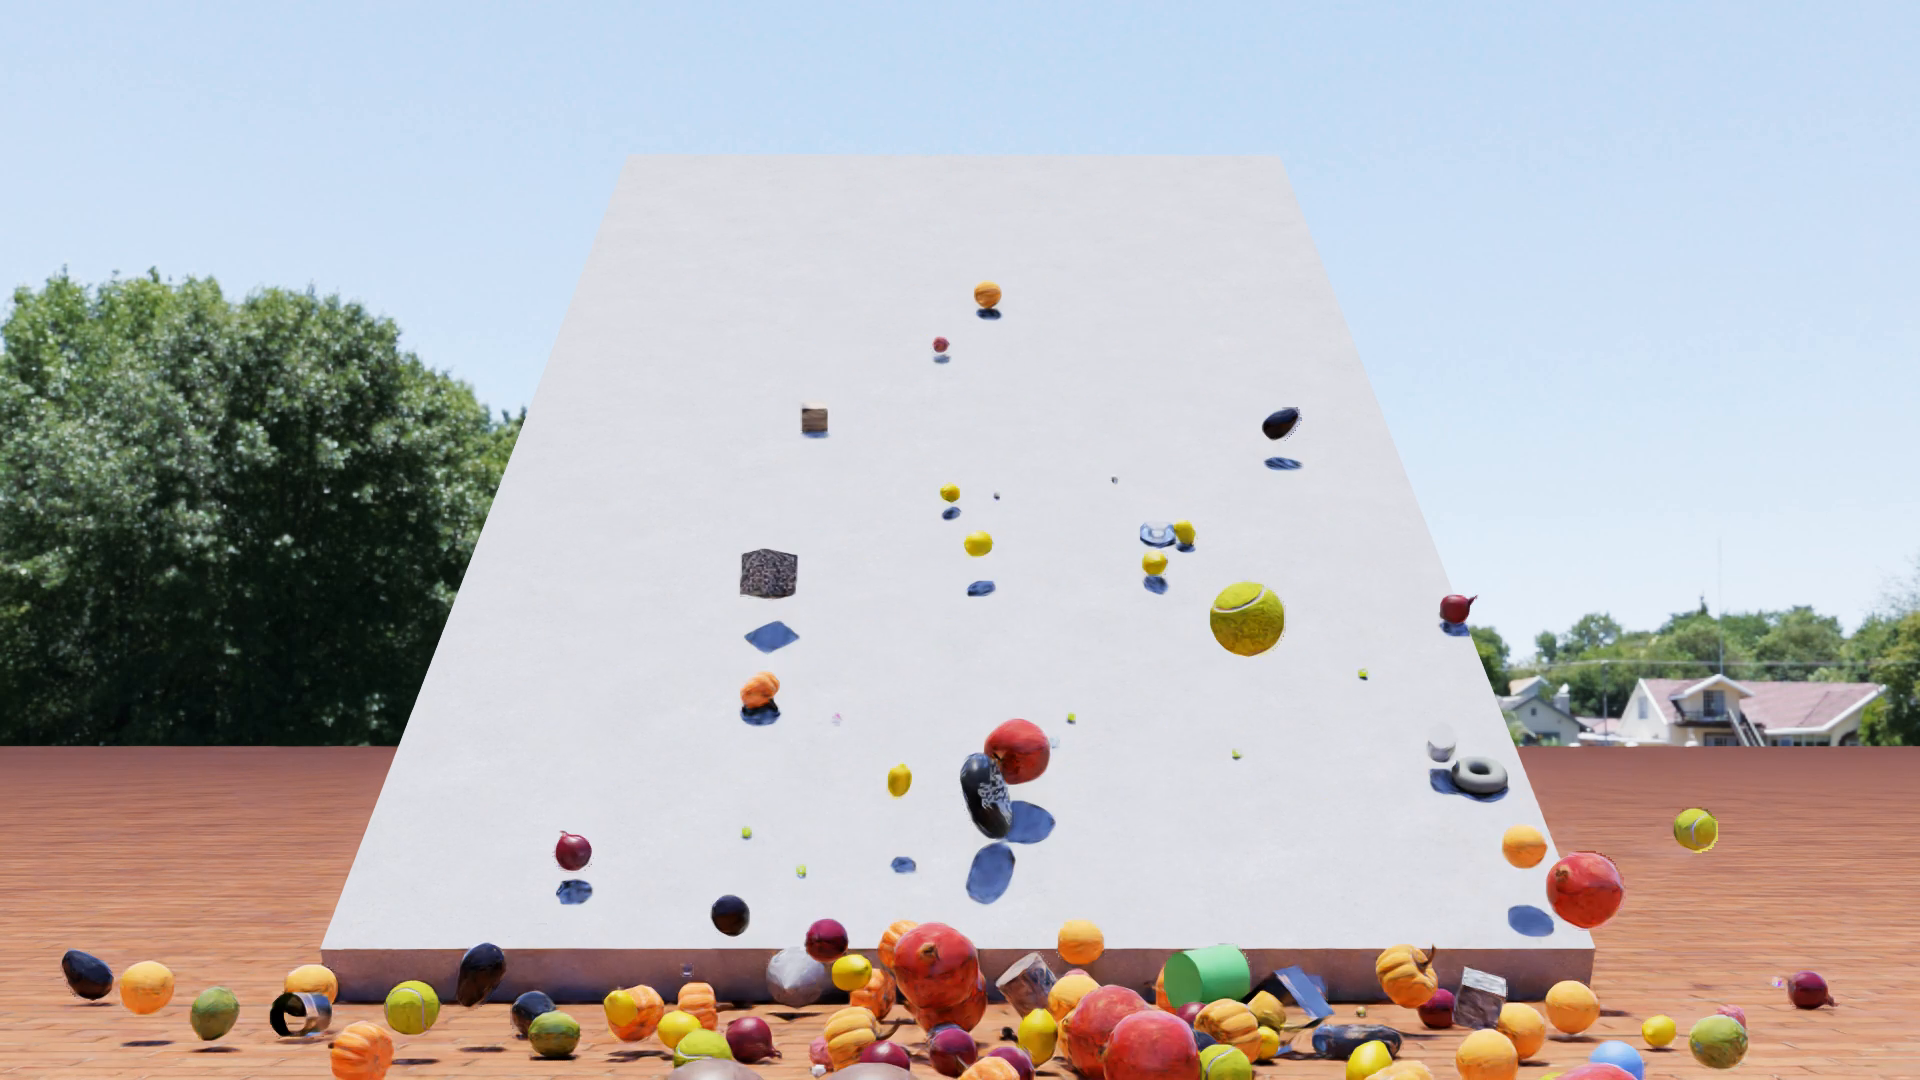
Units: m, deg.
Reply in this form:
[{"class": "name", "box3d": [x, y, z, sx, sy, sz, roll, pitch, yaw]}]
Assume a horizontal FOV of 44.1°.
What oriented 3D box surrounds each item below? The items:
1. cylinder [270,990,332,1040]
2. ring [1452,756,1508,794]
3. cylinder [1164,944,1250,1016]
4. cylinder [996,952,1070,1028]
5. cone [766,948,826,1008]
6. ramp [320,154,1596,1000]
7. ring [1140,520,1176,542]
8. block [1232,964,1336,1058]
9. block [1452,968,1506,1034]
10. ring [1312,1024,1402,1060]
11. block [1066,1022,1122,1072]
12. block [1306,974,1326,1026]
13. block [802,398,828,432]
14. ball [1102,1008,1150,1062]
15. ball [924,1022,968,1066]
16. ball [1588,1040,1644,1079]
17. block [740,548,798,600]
[{"class": "cylinder", "box3d": [-0.904, 0.651, 3.255, 0.060, 0.060, 0.060, -2, -4, 21]}, {"class": "ring", "box3d": [0.907, 0.410, 4.142, 0.097, 0.032, 0.097, 1, 26, -1]}, {"class": "cylinder", "box3d": [0.343, 0.610, 3.291, 0.086, 0.086, 0.086, -2, -3, -33]}, {"class": "cylinder", "box3d": [0.100, 0.624, 3.292, 0.073, 0.073, 0.073, -37, 3, 3]}, {"class": "cone", "box3d": [-0.252, 0.662, 3.539, 0.092, 0.092, 0.092, 0, 1, 5]}, {"class": "ramp", "box3d": [-0.011, -0.226, 5.524, 2.000, 0.100, 4.000, 0, 27, 0]}, {"class": "ring", "box3d": [0.415, -0.018, 4.982, 0.078, 0.026, 0.078, 0, 26, 0]}, {"class": "block", "box3d": [0.424, 0.618, 3.112, 0.079, 0.079, 0.079, -46, -24, 20]}, {"class": "block", "box3d": [0.655, 0.581, 2.991, 0.054, 0.054, 0.054, 14, 17, 11]}, {"class": "ring", "box3d": [0.517, 0.655, 3.096, 0.116, 0.039, 0.116, 0, -6, 0]}, {"class": "block", "box3d": [0.166, 0.627, 2.933, 0.054, 0.054, 0.054, 0, -17, -11]}, {"class": "block", "box3d": [0.497, 0.666, 3.430, 0.055, 0.055, 0.055, 0, 17, -1]}, {"class": "block", "box3d": [-0.336, -0.288, 5.471, 0.057, 0.057, 0.057, -2, 27, -4]}, {"class": "ball", "box3d": [0.212, 0.637, 3.054, 0.066, 0.066, 0.066, 0, -5, 0]}, {"class": "ball", "box3d": [-0.017, 0.639, 3.012, 0.055, 0.055, 0.055, 0, -5, 0]}, {"class": "ball", "box3d": [0.763, 0.614, 2.759, 0.062, 0.062, 0.062, 0, -5, 0]}, {"class": "block", "box3d": [-0.372, 0.067, 4.619, 0.079, 0.079, 0.079, 13, -16, -38]}]
